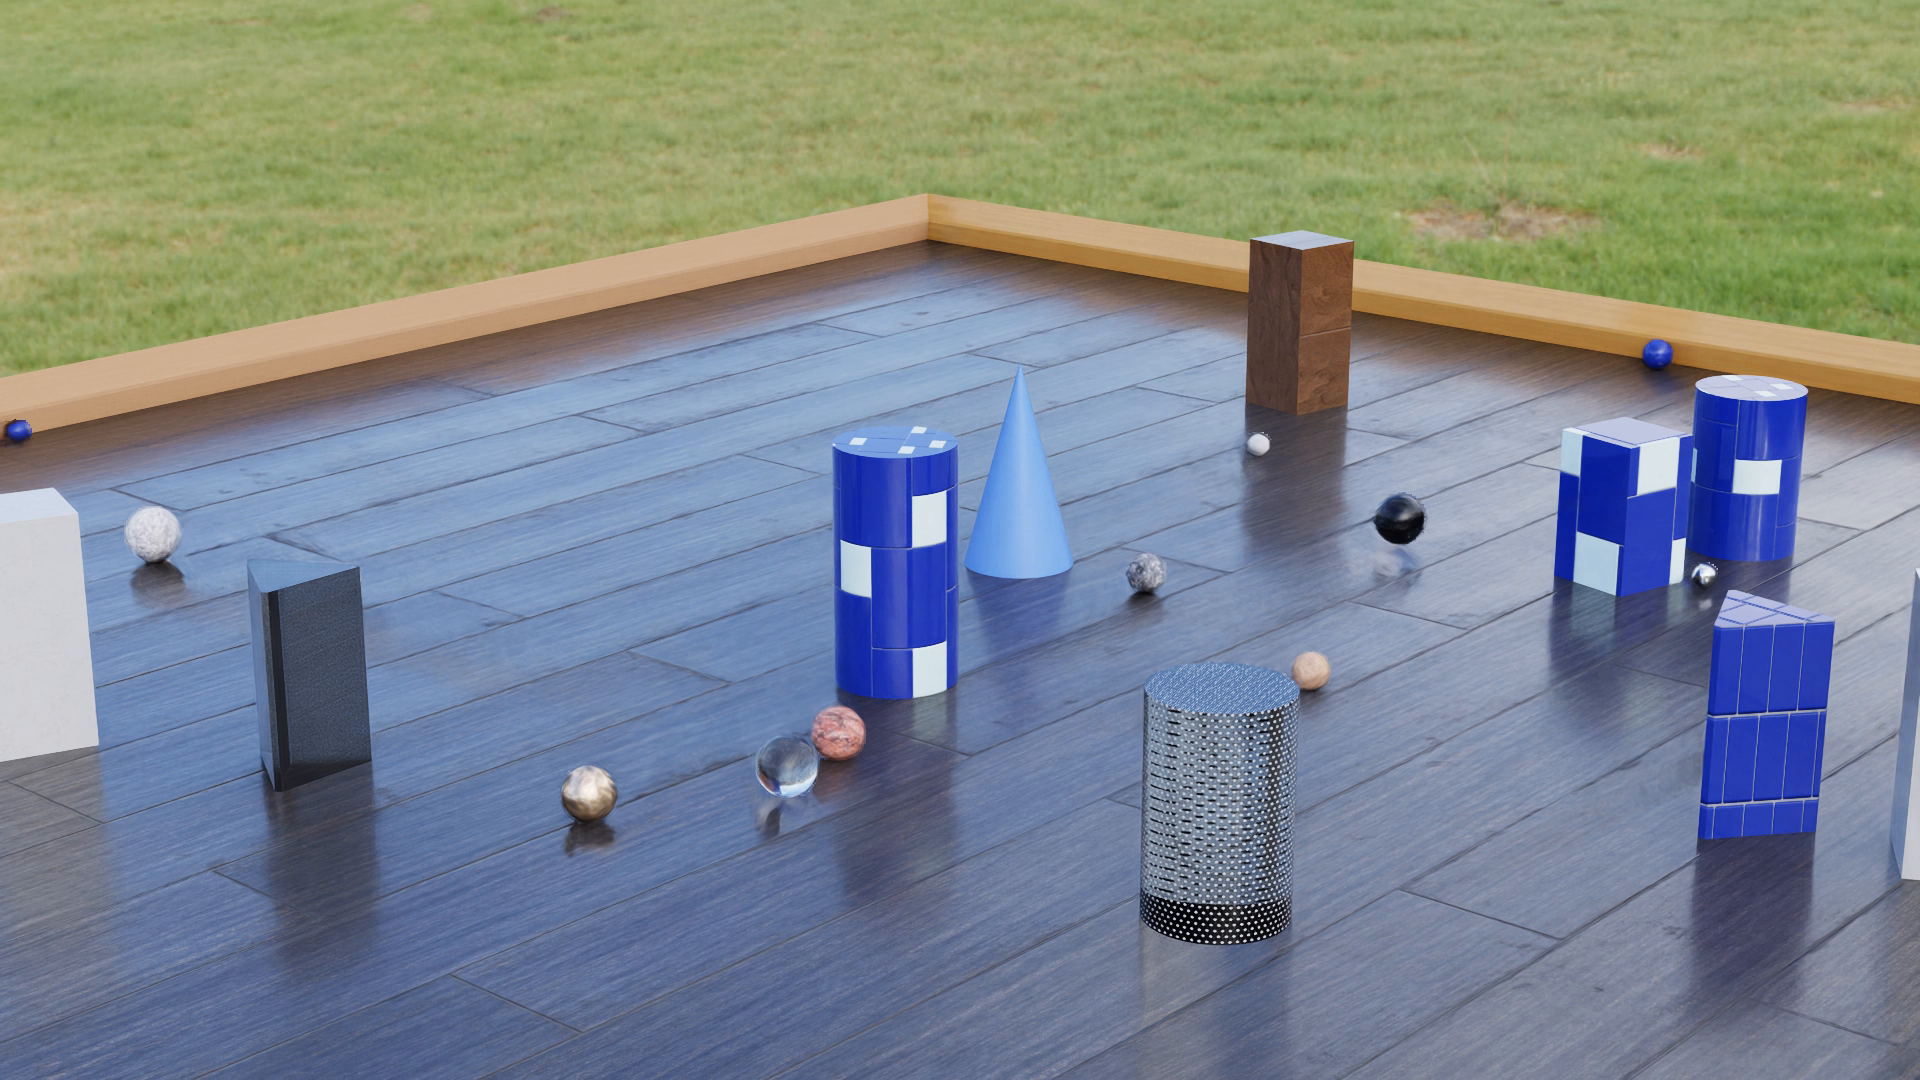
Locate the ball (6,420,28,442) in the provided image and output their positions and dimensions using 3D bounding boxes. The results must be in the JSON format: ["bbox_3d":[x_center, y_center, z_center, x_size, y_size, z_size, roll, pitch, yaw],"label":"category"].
[{"bbox_3d":[-1.970,-0.227,6.131,0.044,0.044,0.044,0,17,0],"label":"ball"}]

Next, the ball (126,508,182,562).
[{"bbox_3d":[-1.462,-0.010,5.315,0.099,0.099,0.099,0,17,0],"label":"ball"}]

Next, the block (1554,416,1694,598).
[{"bbox_3d":[1.173,-0.061,5.190,0.159,0.269,0.159,-12,20,-34],"label":"block"}]

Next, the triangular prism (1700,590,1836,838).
[{"bbox_3d":[1.102,0.240,4.117,0.172,0.311,0.149,-3,17,-9],"label":"triangular prism"}]

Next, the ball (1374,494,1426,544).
[{"bbox_3d":[0.813,-0.038,5.420,0.093,0.093,0.093,0,17,0],"label":"ball"}]

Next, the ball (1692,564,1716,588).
[{"bbox_3d":[1.313,0.063,5.175,0.041,0.041,0.041,0,17,0],"label":"ball"}]

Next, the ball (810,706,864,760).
[{"bbox_3d":[-0.182,0.286,4.364,0.081,0.081,0.081,0,17,0],"label":"ball"}]

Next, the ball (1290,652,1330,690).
[{"bbox_3d":[0.556,0.208,4.657,0.061,0.061,0.061,0,17,0],"label":"ball"}]

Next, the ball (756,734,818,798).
[{"bbox_3d":[-0.249,0.325,4.218,0.091,0.091,0.091,0,17,0],"label":"ball"}]

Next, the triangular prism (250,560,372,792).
[{"bbox_3d":[-0.988,0.187,4.309,0.149,0.303,0.172,14,22,38],"label":"triangular prism"}]

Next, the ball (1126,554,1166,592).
[{"bbox_3d":[0.326,0.058,5.143,0.068,0.068,0.068,0,17,0],"label":"ball"}]

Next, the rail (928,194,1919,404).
[{"bbox_3d":[1.566,-0.488,6.846,4.433,0.129,0.045,14,22,39],"label":"rail"}]

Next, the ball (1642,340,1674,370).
[{"bbox_3d":[1.609,-0.428,6.754,0.069,0.069,0.069,0,17,0],"label":"ball"}]

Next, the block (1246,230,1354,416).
[{"bbox_3d":[0.741,-0.476,6.404,0.159,0.364,0.159,-13,21,-37],"label":"block"}]

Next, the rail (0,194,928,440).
[{"bbox_3d":[-1.656,-0.382,6.496,0.045,0.129,4.824,14,22,39],"label":"rail"}]

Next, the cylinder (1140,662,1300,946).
[{"bbox_3d":[0.334,0.338,3.788,0.198,0.313,0.198,0,17,0],"label":"cylinder"}]

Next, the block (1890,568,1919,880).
[{"bbox_3d":[1.359,0.251,3.946,0.159,0.388,0.159,3,17,11],"label":"block"}]

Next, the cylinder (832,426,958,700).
[{"bbox_3d":[-0.102,0.034,4.659,0.198,0.393,0.198,0,17,0],"label":"cylinder"}]

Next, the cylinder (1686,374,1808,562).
[{"bbox_3d":[1.440,-0.133,5.376,0.198,0.300,0.198,0,17,0],"label":"cylinder"}]

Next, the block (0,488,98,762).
[{"bbox_3d":[-1.408,0.126,4.404,0.159,0.365,0.159,-9,19,-28],"label":"block"}]

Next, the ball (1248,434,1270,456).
[{"bbox_3d":[0.613,-0.195,6.023,0.045,0.045,0.045,0,17,0],"label":"ball"}]

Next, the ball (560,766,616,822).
[{"bbox_3d":[-0.523,0.357,4.131,0.079,0.079,0.079,0,17,0],"label":"ball"}]

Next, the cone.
[{"bbox_3d":[0.107,-0.138,5.268,0.198,0.372,0.198,0,17,0],"label":"cone"}]
